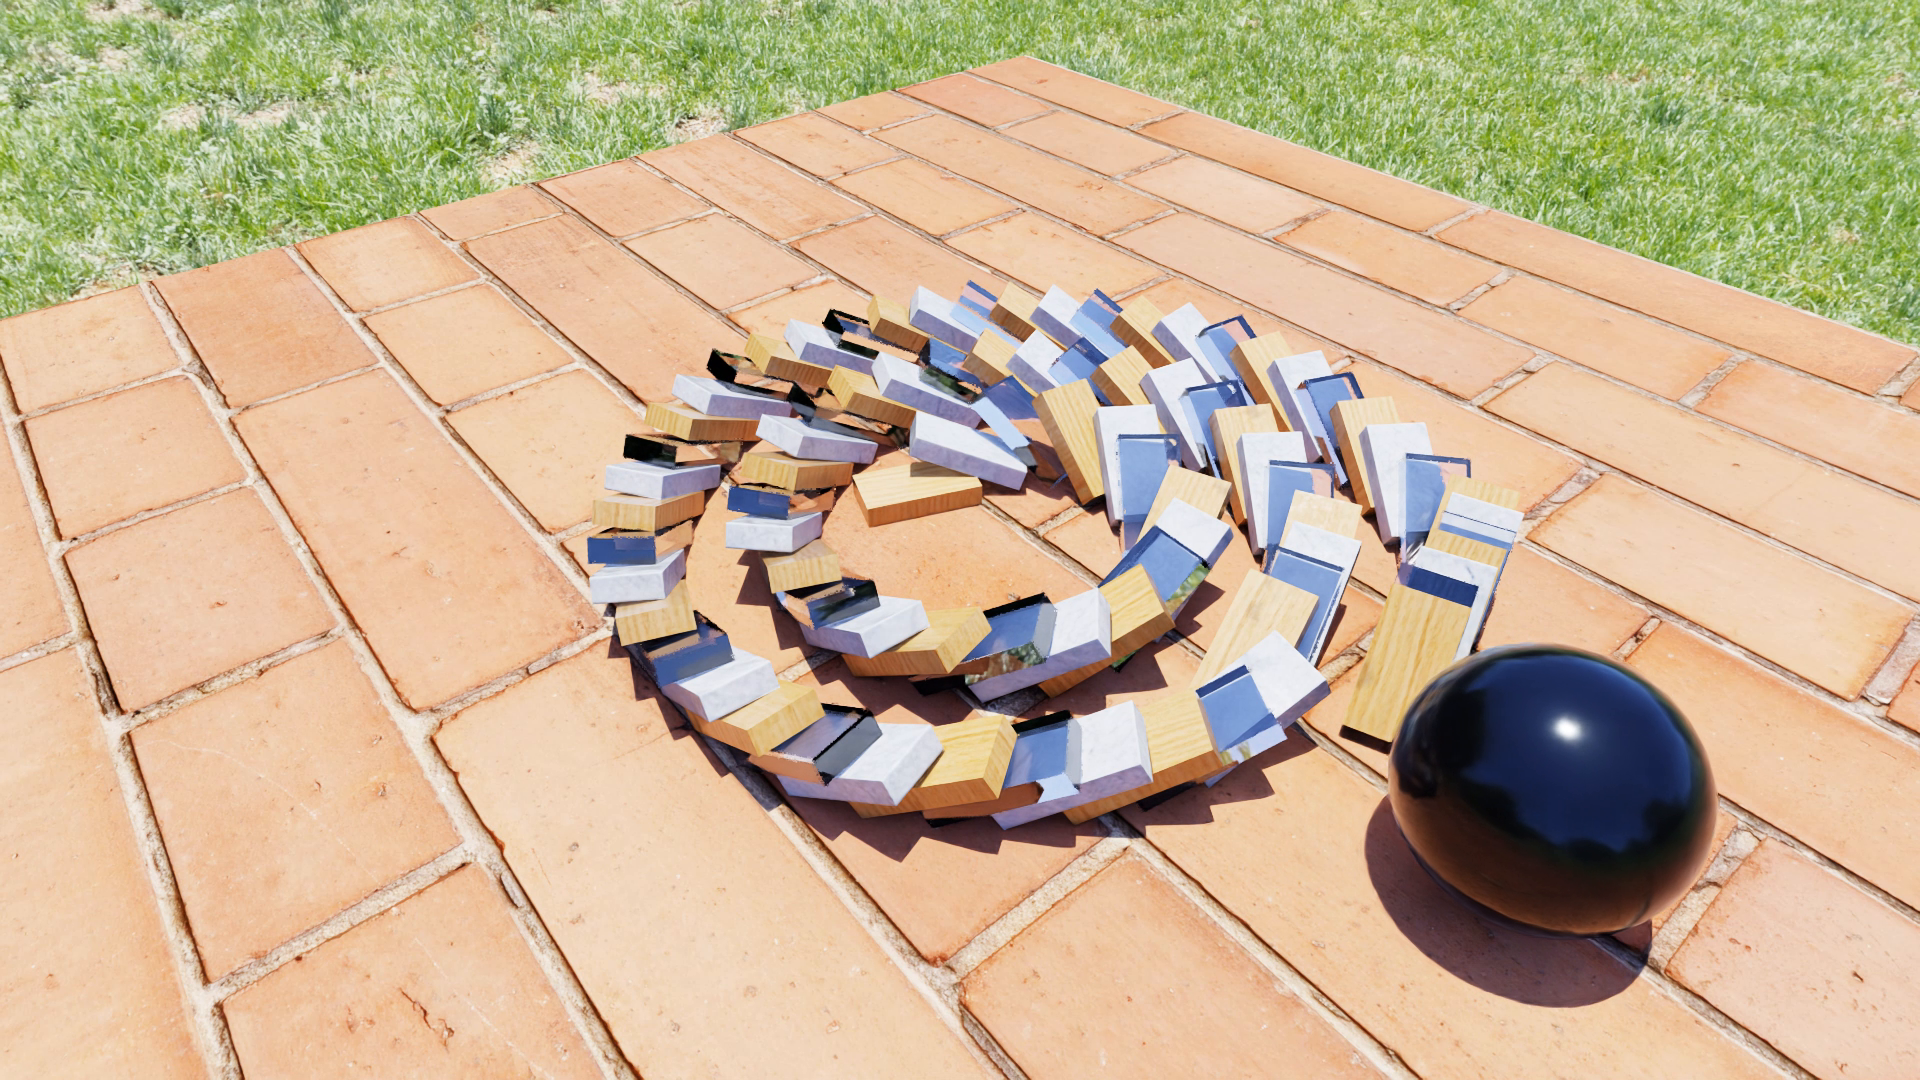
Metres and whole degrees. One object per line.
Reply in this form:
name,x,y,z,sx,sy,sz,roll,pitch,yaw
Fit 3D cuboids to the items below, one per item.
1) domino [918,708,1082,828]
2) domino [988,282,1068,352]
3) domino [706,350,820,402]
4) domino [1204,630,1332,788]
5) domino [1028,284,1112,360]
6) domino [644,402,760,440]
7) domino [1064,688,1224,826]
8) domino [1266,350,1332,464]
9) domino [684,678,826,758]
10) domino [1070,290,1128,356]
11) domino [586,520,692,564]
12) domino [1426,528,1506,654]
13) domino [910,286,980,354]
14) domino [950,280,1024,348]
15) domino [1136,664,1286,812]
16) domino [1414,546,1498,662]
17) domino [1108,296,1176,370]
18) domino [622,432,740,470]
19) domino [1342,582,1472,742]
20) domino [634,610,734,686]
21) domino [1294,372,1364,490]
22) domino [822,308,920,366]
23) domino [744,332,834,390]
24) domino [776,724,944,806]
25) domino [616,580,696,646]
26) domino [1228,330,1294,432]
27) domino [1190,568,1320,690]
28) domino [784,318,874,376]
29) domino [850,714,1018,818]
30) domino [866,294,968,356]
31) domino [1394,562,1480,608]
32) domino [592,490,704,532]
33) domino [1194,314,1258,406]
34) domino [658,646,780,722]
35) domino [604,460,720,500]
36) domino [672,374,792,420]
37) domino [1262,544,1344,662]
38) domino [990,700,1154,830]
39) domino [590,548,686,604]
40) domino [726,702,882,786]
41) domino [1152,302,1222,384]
domino,0.012,0.071,0.339,0.050,0.010,0.025,-20,33,23
domino,0.041,-0.108,0.557,0.050,0.009,0.025,32,41,-7
domino,-0.091,-0.076,0.517,0.050,0.010,0.025,5,27,-45
domino,0.092,0.055,0.359,0.050,0.009,0.025,-38,46,0
domino,0.061,-0.105,0.554,0.050,0.010,0.025,36,44,-4
domino,-0.113,-0.052,0.488,0.025,0.009,0.050,21,13,23
domino,0.054,0.067,0.343,0.050,0.010,0.025,-26,38,15
domino,0.161,-0.060,0.499,0.025,0.010,0.050,-13,70,-16
domino,-0.068,0.055,0.357,0.025,0.010,0.050,-30,18,-31
domino,0.081,-0.101,0.549,0.050,0.009,0.025,39,47,0
domino,-0.123,0.000,0.425,0.025,0.009,0.050,1,9,1
domino,0.170,0.023,0.387,0.025,0.050,0.010,20,5,23
domino,-0.001,-0.108,0.556,0.050,0.009,0.025,24,35,-19
domino,0.021,-0.110,0.559,0.050,0.010,0.025,31,40,-9
domino,0.074,0.063,0.348,0.050,0.010,0.025,-30,41,10
domino,0.164,0.030,0.379,0.025,0.050,0.009,19,5,23
domino,0.100,-0.096,0.543,0.050,0.009,0.025,43,50,3
domino,-0.119,-0.039,0.473,0.025,0.009,0.050,14,12,17
domino,0.148,0.042,0.364,0.025,0.050,0.009,20,5,23
domino,-0.097,0.036,0.380,0.025,0.010,0.050,-19,14,-22
domino,0.170,-0.049,0.485,0.025,0.010,0.050,-12,70,-14
domino,-0.041,-0.098,0.545,0.050,0.010,0.025,13,30,-33
domino,-0.076,-0.084,0.528,0.050,0.010,0.025,8,28,-41
domino,-0.032,0.069,0.341,0.050,0.010,0.025,-7,28,43
domino,-0.109,0.025,0.394,0.025,0.010,0.050,-12,10,-15
domino,0.149,-0.072,0.512,0.025,0.010,0.050,-19,72,-22
domino,0.101,0.037,0.378,0.025,0.010,0.050,24,77,26
domino,-0.059,-0.092,0.537,0.050,0.010,0.025,11,29,-36
domino,-0.009,0.070,0.339,0.050,0.010,0.025,-16,31,30
domino,-0.021,-0.104,0.552,0.050,0.009,0.025,19,32,-26
domino,0.154,0.035,0.372,0.025,0.050,0.010,20,5,23
domino,-0.124,-0.013,0.441,0.025,0.009,0.050,6,10,7
domino,0.137,-0.082,0.525,0.025,0.009,0.050,-23,74,-25
domino,-0.082,0.046,0.368,0.025,0.010,0.050,-26,16,-28
domino,-0.123,-0.026,0.457,0.025,0.009,0.050,11,11,13
domino,-0.104,-0.065,0.503,0.025,0.009,0.050,30,18,32
domino,0.114,0.029,0.388,0.025,0.010,0.050,21,76,23
domino,0.033,0.070,0.340,0.050,0.009,0.025,-23,35,19
domino,-0.119,0.013,0.409,0.025,0.009,0.050,-4,9,-5
domino,-0.050,0.063,0.348,0.050,0.009,0.025,-3,27,48
domino,0.119,-0.090,0.535,0.025,0.009,0.050,-34,80,-34
